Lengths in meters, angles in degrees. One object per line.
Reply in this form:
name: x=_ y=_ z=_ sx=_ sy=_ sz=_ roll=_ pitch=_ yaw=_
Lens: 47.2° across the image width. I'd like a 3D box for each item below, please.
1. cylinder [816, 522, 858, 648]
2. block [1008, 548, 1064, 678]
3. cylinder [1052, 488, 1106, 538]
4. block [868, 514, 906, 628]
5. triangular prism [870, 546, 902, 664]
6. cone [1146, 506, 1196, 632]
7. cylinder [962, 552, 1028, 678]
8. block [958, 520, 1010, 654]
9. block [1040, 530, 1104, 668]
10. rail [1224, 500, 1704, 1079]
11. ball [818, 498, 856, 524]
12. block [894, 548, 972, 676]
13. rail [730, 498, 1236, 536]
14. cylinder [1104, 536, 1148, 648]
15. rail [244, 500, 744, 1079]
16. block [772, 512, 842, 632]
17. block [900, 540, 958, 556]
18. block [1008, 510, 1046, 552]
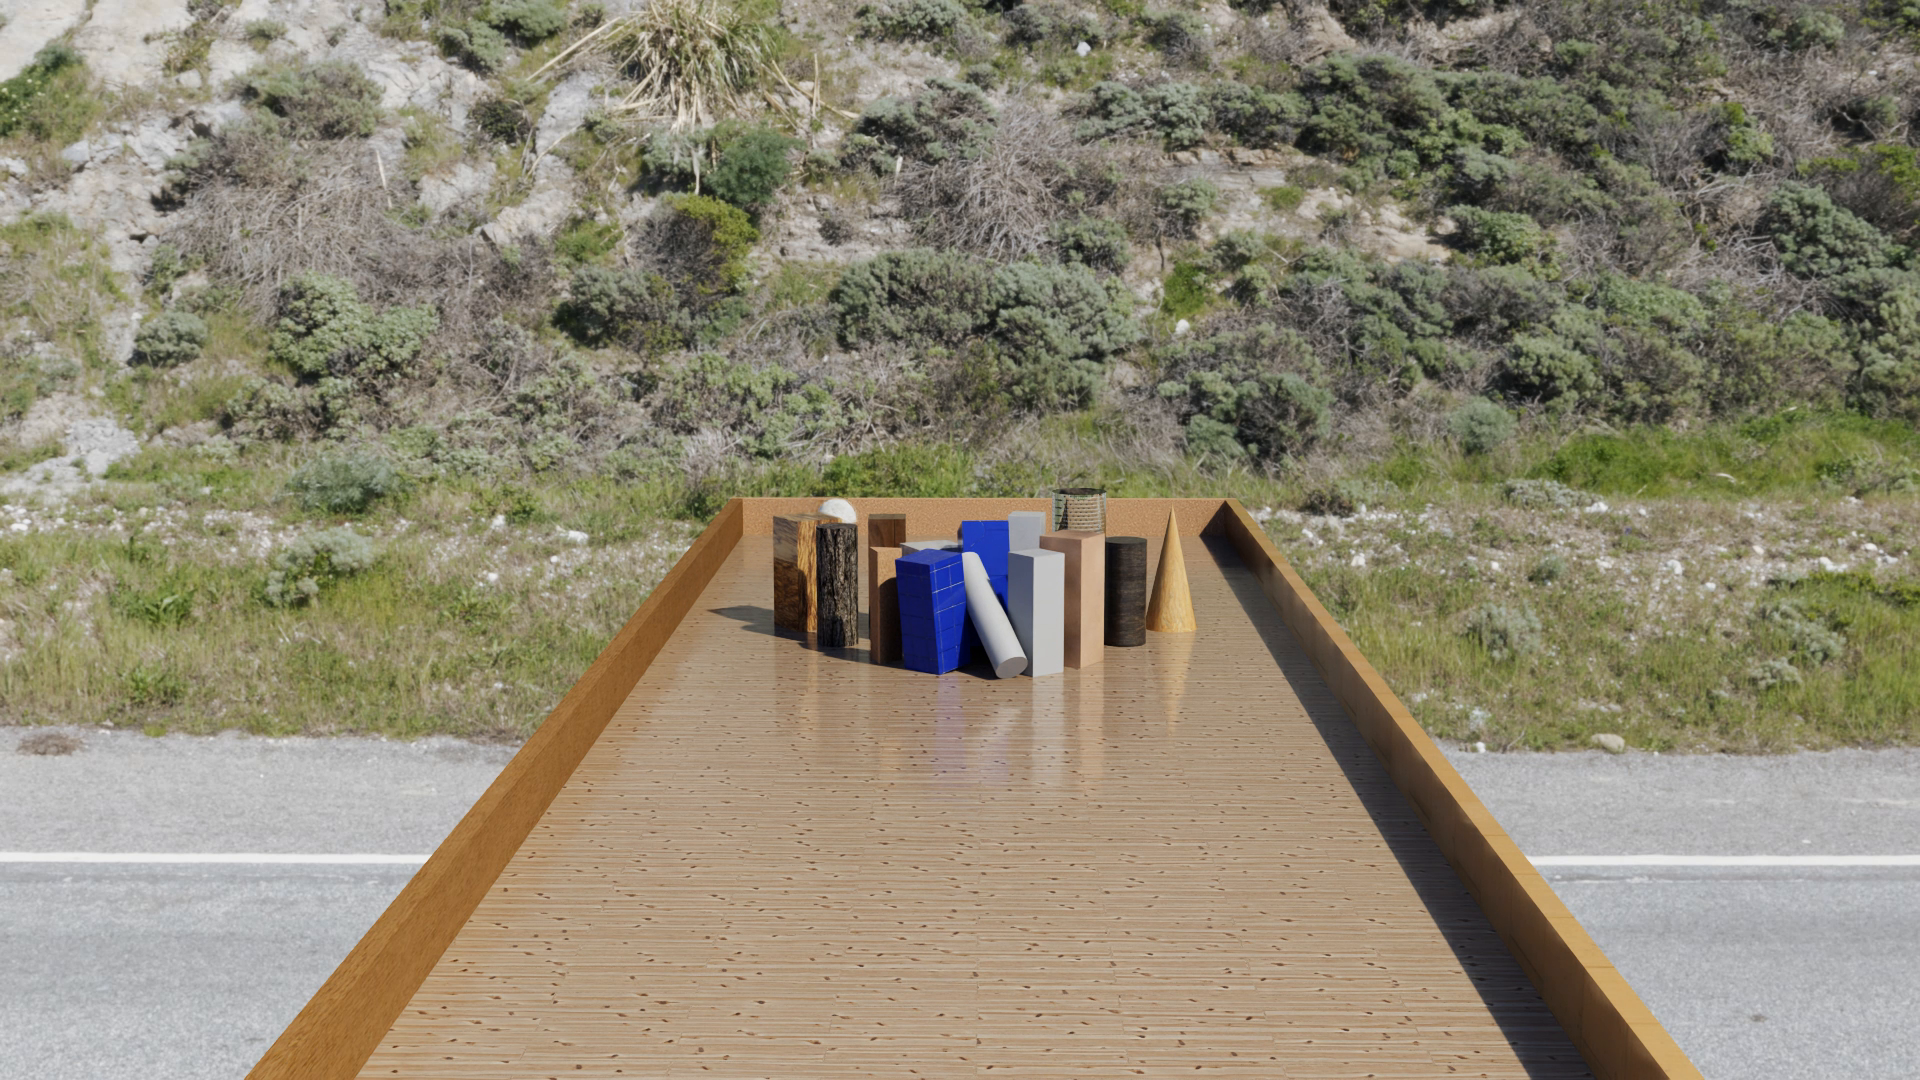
cylinder: x=-0.386 y=0.141 z=6.923 sx=0.130 sy=0.375 sz=0.130 roll=0 pitch=9 yaw=0
block: x=0.225 y=0.214 z=6.516 sx=0.118 sy=0.358 sz=0.118 roll=-7 pitch=11 yaw=-38
cylinder: x=0.387 y=0.065 z=7.164 sx=0.176 sy=0.450 sz=0.176 roll=0 pitch=9 yaw=0
block: x=-0.238 y=0.101 z=7.225 sx=0.122 sy=0.360 sz=0.122 roll=0 pitch=9 yaw=-1
triangular prism: x=-0.241 y=0.195 z=6.681 sx=0.085 sy=0.343 sz=0.098 roll=8 pitch=12 yaw=43
cone: x=0.689 y=0.083 z=7.172 sx=0.174 sy=0.411 sz=0.174 roll=0 pitch=9 yaw=0
cylinder: x=0.082 y=0.221 z=6.535 sx=0.100 sy=0.100 sz=0.412 roll=-4 pitch=49 yaw=-26
block: x=0.076 y=0.146 z=6.766 sx=0.143 sy=0.388 sz=0.143 roll=-1 pitch=-12 yaw=-7
block: x=0.338 y=0.177 z=6.646 sx=0.145 sy=0.391 sz=0.145 roll=6 pitch=11 yaw=32
rail: x=1.046 y=0.843 z=3.208 sx=0.050 sy=0.150 sz=12.000 roll=0 pitch=9 yaw=1
ball: x=-0.510 y=-0.089 z=9.046 sx=0.164 sy=0.164 sz=0.164 roll=0 pitch=9 yaw=0
block: x=-0.079 y=0.212 z=6.545 sx=0.141 sy=0.338 sz=0.141 roll=8 pitch=19 yaw=42
rail: x=0.099 y=-0.098 z=9.147 sx=2.100 sy=0.150 sz=0.050 roll=0 pitch=9 yaw=1
cylinder: x=0.516 y=0.162 z=6.936 sx=0.145 sy=0.329 sz=0.145 roll=0 pitch=9 yaw=0
rail: x=-1.004 y=0.839 z=3.234 sx=0.050 sy=0.150 sz=12.000 roll=0 pitch=9 yaw=1
block: x=-0.499 y=0.103 z=7.209 sx=0.165 sy=0.361 sz=0.165 roll=-6 pitch=11 yaw=-32
block: x=-0.083 y=0.170 z=6.936 sx=0.165 sy=0.312 sz=0.165 roll=-4 pitch=9 yaw=-23
block: x=0.210 y=0.120 z=6.938 sx=0.103 sy=0.411 sz=0.103 roll=2 pitch=9 yaw=11
